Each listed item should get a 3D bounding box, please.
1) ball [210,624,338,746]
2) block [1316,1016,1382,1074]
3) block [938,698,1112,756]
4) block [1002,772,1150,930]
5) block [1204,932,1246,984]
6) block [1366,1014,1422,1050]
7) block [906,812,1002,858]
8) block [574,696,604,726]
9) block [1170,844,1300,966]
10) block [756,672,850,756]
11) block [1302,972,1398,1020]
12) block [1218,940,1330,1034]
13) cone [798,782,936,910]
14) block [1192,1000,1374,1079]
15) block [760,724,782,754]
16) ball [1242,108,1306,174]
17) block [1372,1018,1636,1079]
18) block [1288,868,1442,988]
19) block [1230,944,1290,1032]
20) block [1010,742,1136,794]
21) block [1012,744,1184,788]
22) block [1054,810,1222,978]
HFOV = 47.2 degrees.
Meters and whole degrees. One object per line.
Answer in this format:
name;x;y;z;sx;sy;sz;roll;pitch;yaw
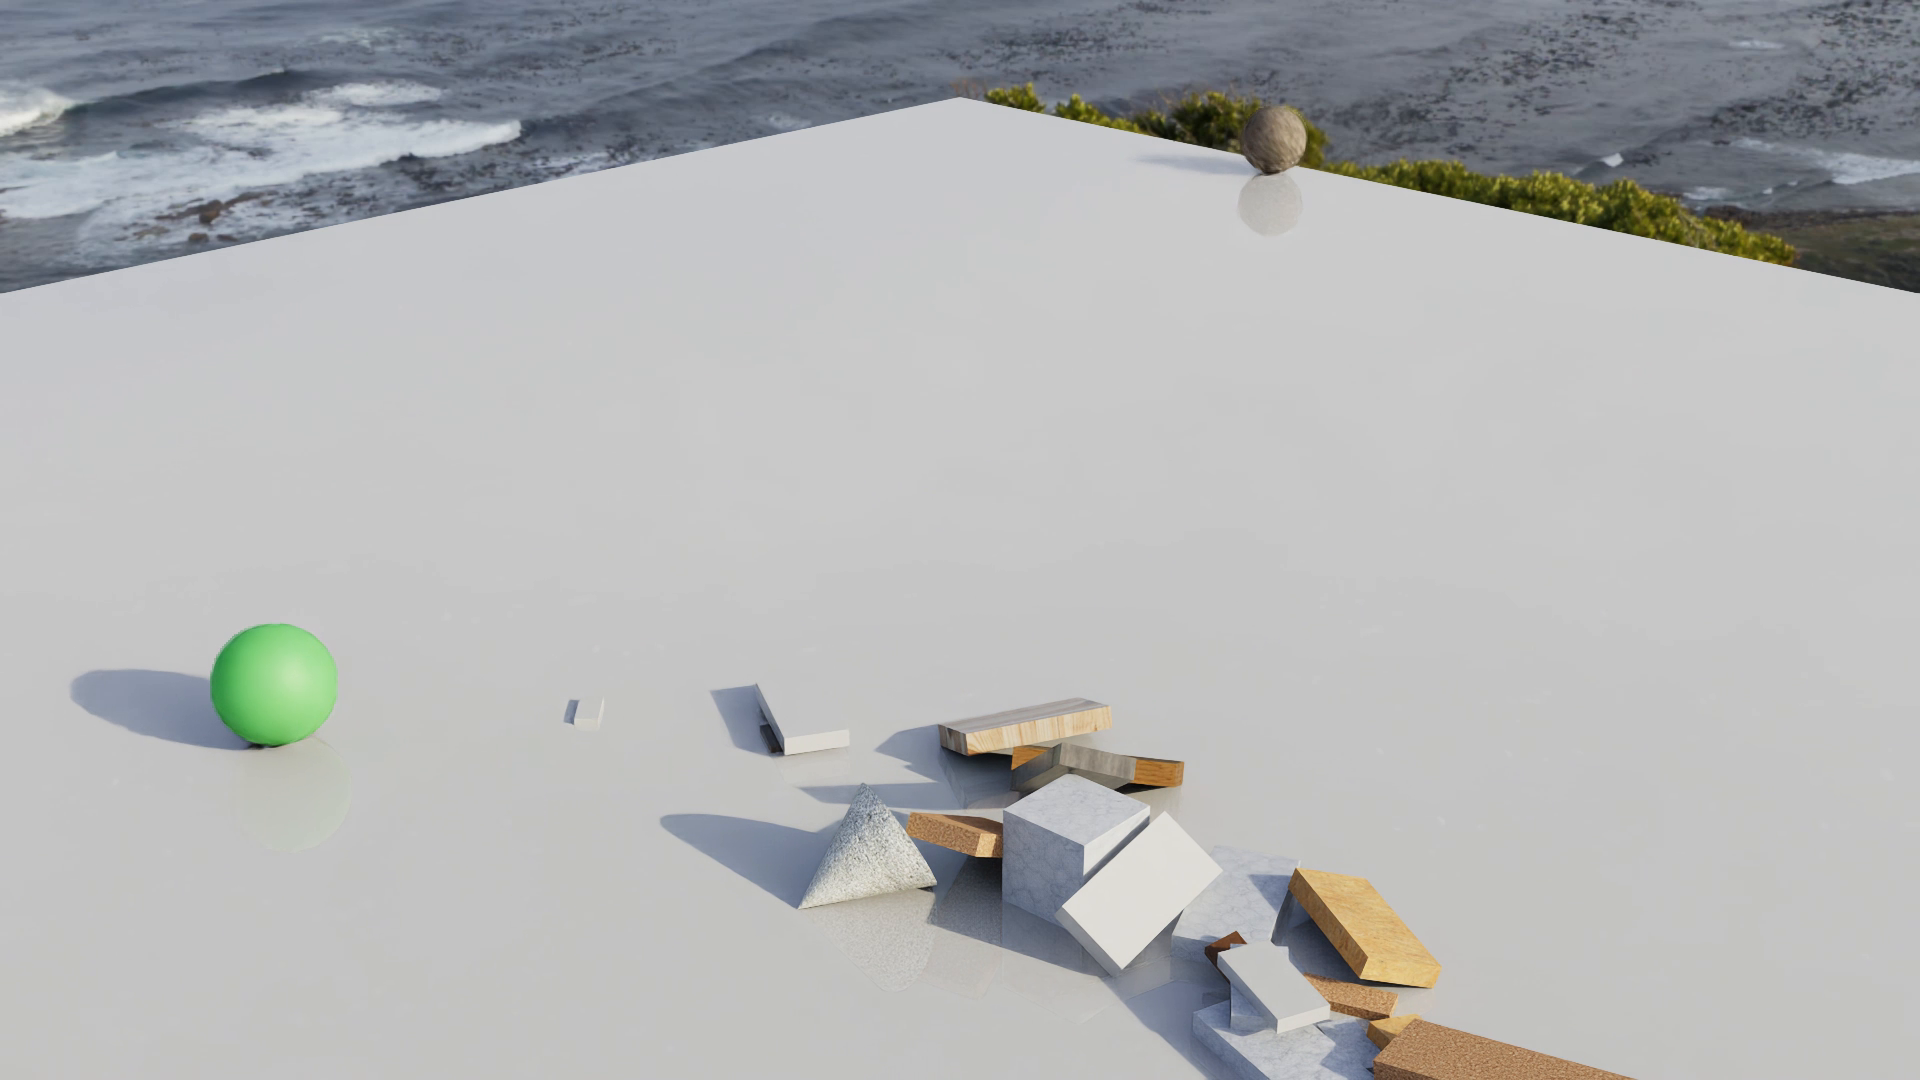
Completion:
ball;-1.463;0.309;4.698;0.262;0.262;0.262;0;23;0
block;0.664;0.858;3.713;0.068;0.019;0.137;-7;24;-16
block;0.139;0.397;4.700;0.333;0.047;0.166;-9;6;-20
block;0.217;0.587;4.128;0.194;0.194;0.194;19;30;38
block;0.499;0.758;3.879;0.068;0.019;0.137;-24;49;-20
block;0.781;0.863;3.665;0.101;0.029;0.202;-2;23;-28
block;0.037;0.565;4.195;0.153;0.043;0.305;13;-2;28
block;-0.819;0.377;4.854;0.052;0.015;0.104;-1;23;-2
block;0.516;0.683;4.091;0.167;0.047;0.333;8;24;18
block;-0.345;0.376;4.786;0.141;0.040;0.282;-7;24;-16
block;0.675;0.801;3.848;0.169;0.019;0.068;10;25;22
block;0.532;0.758;3.744;0.101;0.029;0.202;-11;28;-21
cone;-0.211;0.625;4.150;0.239;0.239;0.239;-35;33;-11
block;0.607;0.907;3.567;0.154;0.044;0.570;-13;26;-27
block;-0.394;0.425;4.739;0.052;0.015;0.104;-7;24;-17
ball;1.350;-1.718;9.452;0.279;0.279;0.279;0;23;0
block;0.912;0.866;3.457;0.512;0.040;0.141;8;25;39
block;0.731;0.701;3.993;0.154;0.044;0.308;11;18;-21
block;0.516;0.770;3.787;0.101;0.029;0.202;2;26;6
block;0.220;0.463;4.335;0.153;0.043;0.305;13;-19;-13
block;0.285;0.464;4.519;0.333;0.047;0.166;5;-3;12
block;0.327;0.642;4.005;0.153;0.043;0.305;46;54;11
